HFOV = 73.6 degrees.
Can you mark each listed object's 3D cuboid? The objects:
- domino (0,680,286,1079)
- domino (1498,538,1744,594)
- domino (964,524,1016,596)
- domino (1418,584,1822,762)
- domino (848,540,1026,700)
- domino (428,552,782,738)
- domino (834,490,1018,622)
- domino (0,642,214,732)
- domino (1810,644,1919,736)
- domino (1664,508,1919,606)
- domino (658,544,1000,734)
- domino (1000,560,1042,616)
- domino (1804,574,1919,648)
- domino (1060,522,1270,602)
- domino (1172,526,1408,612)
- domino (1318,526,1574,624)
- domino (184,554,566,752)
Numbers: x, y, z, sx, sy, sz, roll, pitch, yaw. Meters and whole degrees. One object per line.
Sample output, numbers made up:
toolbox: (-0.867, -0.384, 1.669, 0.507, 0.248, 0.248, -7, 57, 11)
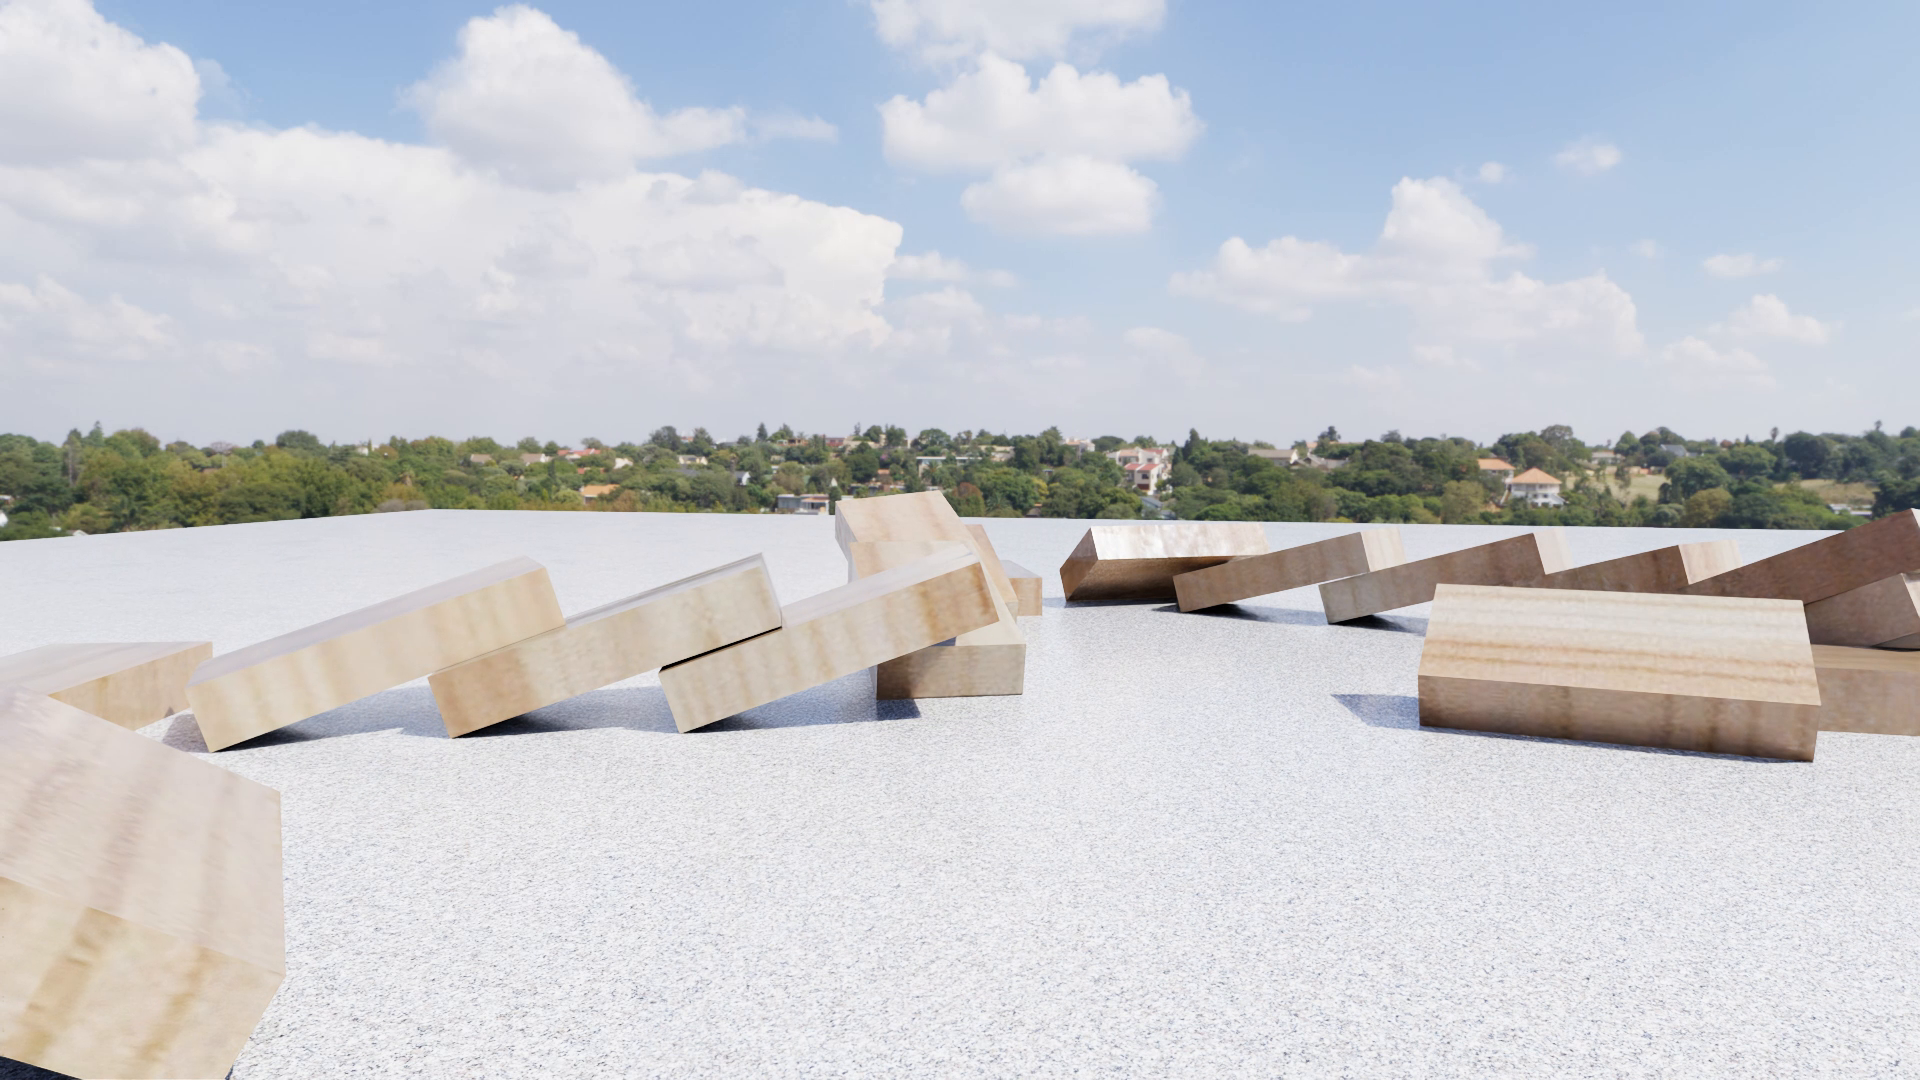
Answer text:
domino: (-0.067, 0.025, 0.099, 0.025, 0.009, 0.050, 33, -12, -26)
domino: (0.132, 0.011, 0.269, 0.025, 0.009, 0.050, -3, -11, -37)
domino: (-0.004, 0.009, 0.302, 0.025, 0.010, 0.050, -1, 19, -8)
domino: (0.096, 0.018, 0.190, 0.050, 0.009, 0.025, 2, 32, 26)
domino: (-0.006, 0.013, 0.237, 0.025, 0.009, 0.050, -1, 20, -11)
domino: (-0.053, 0.015, 0.200, 0.050, 0.009, 0.025, -19, 7, -6)
domino: (-0.009, 0.006, 0.278, 0.025, 0.009, 0.050, -7, 31, -19)
domino: (-0.135, 0.024, 0.189, 0.025, 0.009, 0.050, 0, 4, -6)
domino: (0.132, 0.023, 0.202, 0.050, 0.009, 0.025, 1, 4, 17)
domino: (0.150, 0.009, 0.230, 0.025, 0.009, 0.050, 5, -24, -34)
domino: (-0.020, 0.015, 0.202, 0.050, 0.009, 0.025, -19, 7, -4)
domino: (0.005, 0.012, 0.341, 0.025, 0.010, 0.050, -1, 4, -7)
domino: (0.169, 0.015, 0.225, 0.050, 0.009, 0.025, 1, -22, -26)
domino: (0.055, 0.006, 0.346, 0.050, 0.010, 0.025, -1, -27, -18)
domino: (0.081, 0.007, 0.318, 0.050, 0.009, 0.025, -16, -7, 38)
domino: (0.113, 0.008, 0.298, 0.050, 0.009, 0.025, -18, -8, 38)
domino: (-0.088, 0.016, 0.197, 0.050, 0.009, 0.025, -21, 12, -23)
